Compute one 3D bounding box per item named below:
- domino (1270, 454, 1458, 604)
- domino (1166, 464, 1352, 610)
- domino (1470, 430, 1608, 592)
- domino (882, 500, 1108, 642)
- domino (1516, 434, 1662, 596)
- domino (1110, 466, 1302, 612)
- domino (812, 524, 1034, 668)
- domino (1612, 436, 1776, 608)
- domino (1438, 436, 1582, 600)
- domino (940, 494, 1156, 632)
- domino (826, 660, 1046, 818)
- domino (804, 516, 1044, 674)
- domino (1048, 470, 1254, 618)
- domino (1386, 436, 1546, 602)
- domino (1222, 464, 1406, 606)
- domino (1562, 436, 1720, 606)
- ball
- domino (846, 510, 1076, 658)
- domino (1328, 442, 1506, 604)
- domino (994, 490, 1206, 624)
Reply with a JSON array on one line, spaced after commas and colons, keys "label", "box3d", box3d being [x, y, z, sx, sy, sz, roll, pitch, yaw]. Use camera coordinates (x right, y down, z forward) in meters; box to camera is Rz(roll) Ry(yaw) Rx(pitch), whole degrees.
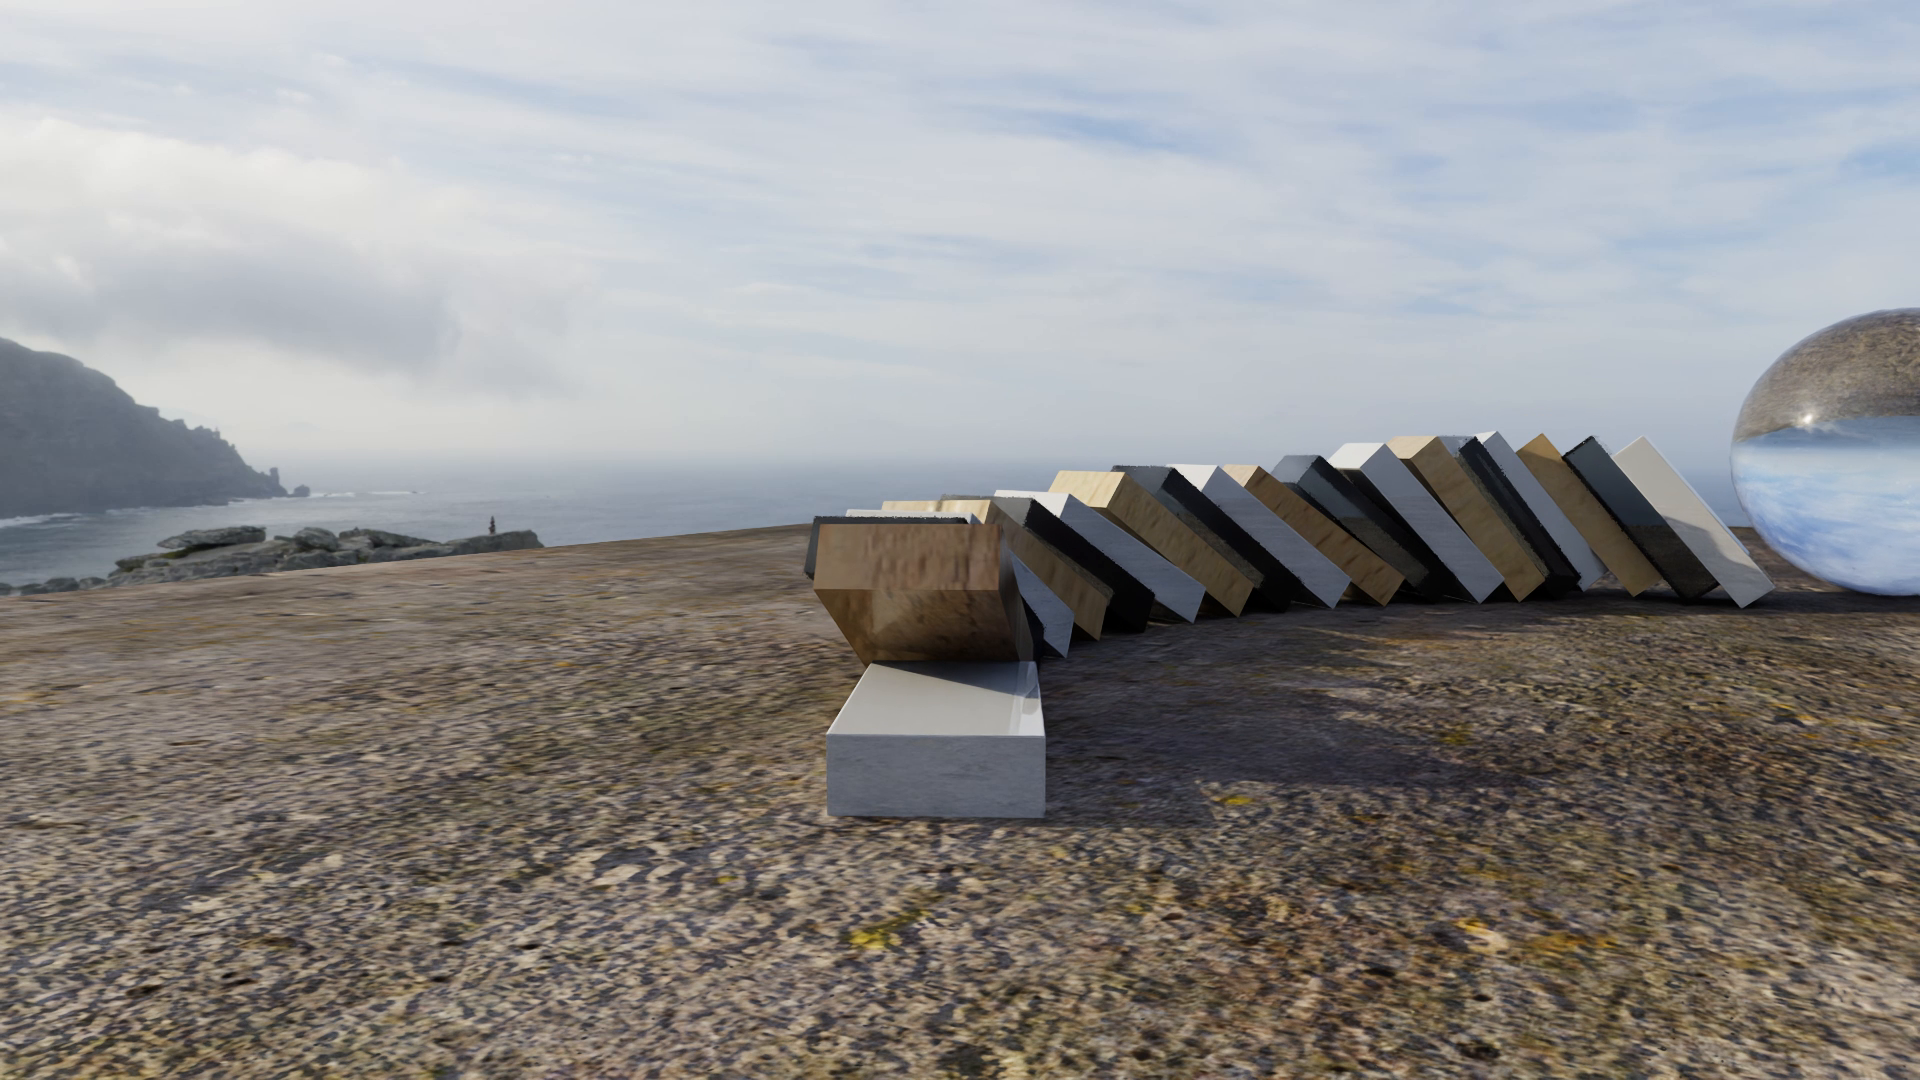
[{"label": "domino", "box3d": [0.108, -0.003, 0.348, 0.050, 0.010, 0.025, 40, -1, -7]}, {"label": "domino", "box3d": [0.075, -0.001, 0.334, 0.050, 0.010, 0.025, 37, -9, -19]}, {"label": "domino", "box3d": [0.159, -0.008, 0.366, 0.010, 0.050, 0.025, -40, 2, -2]}, {"label": "domino", "box3d": [0.007, 0.007, 0.261, 0.025, 0.009, 0.050, 1, -23, 35]}, {"label": "domino", "box3d": [0.179, -0.008, 0.365, 0.010, 0.050, 0.025, -41, -15, 22]}, {"label": "domino", "box3d": [0.060, 0.000, 0.325, 0.050, 0.010, 0.025, 38, -13, -24]}, {"label": "domino", "box3d": [-0.004, 0.012, 0.195, 0.025, 0.010, 0.050, 0, -23, 9]}, {"label": "domino", "box3d": [0.198, -0.006, 0.346, 0.010, 0.050, 0.025, -42, -17, 26]}, {"label": "domino", "box3d": [0.149, -0.007, 0.358, 0.010, 0.050, 0.025, -40, 7, -2]}, {"label": "domino", "box3d": [0.019, 0.006, 0.282, 0.025, 0.010, 0.050, 4, -22, 42]}, {"label": "domino", "box3d": [-0.002, 0.025, 0.171, 0.025, 0.010, 0.050, 0, 4, 2]}, {"label": "domino", "box3d": [-0.004, 0.011, 0.218, 0.025, 0.010, 0.050, 1, -23, 19]}, {"label": "domino", "box3d": [0.046, 0.001, 0.314, 0.050, 0.010, 0.025, 37, -15, -29]}, {"label": "domino", "box3d": [0.137, -0.006, 0.354, 0.010, 0.050, 0.025, -40, 7, -2]}, {"label": "domino", "box3d": [0.092, -0.002, 0.344, 0.050, 0.010, 0.025, 36, -1, -9]}, {"label": "domino", "box3d": [0.187, -0.006, 0.353, 0.010, 0.050, 0.025, -42, -17, 26]}, {"label": "ball", "box3d": [0.260, -0.024, 0.356, 0.080, 0.080, 0.080, 0, 4, 0]}, {"label": "domino", "box3d": [0.001, 0.009, 0.241, 0.025, 0.010, 0.050, 2, -22, 28]}, {"label": "domino", "box3d": [0.123, -0.005, 0.350, 0.010, 0.050, 0.025, -44, 7, -2]}, {"label": "domino", "box3d": [0.032, 0.004, 0.300, 0.050, 0.010, 0.025, 31, -15, -35]}]
